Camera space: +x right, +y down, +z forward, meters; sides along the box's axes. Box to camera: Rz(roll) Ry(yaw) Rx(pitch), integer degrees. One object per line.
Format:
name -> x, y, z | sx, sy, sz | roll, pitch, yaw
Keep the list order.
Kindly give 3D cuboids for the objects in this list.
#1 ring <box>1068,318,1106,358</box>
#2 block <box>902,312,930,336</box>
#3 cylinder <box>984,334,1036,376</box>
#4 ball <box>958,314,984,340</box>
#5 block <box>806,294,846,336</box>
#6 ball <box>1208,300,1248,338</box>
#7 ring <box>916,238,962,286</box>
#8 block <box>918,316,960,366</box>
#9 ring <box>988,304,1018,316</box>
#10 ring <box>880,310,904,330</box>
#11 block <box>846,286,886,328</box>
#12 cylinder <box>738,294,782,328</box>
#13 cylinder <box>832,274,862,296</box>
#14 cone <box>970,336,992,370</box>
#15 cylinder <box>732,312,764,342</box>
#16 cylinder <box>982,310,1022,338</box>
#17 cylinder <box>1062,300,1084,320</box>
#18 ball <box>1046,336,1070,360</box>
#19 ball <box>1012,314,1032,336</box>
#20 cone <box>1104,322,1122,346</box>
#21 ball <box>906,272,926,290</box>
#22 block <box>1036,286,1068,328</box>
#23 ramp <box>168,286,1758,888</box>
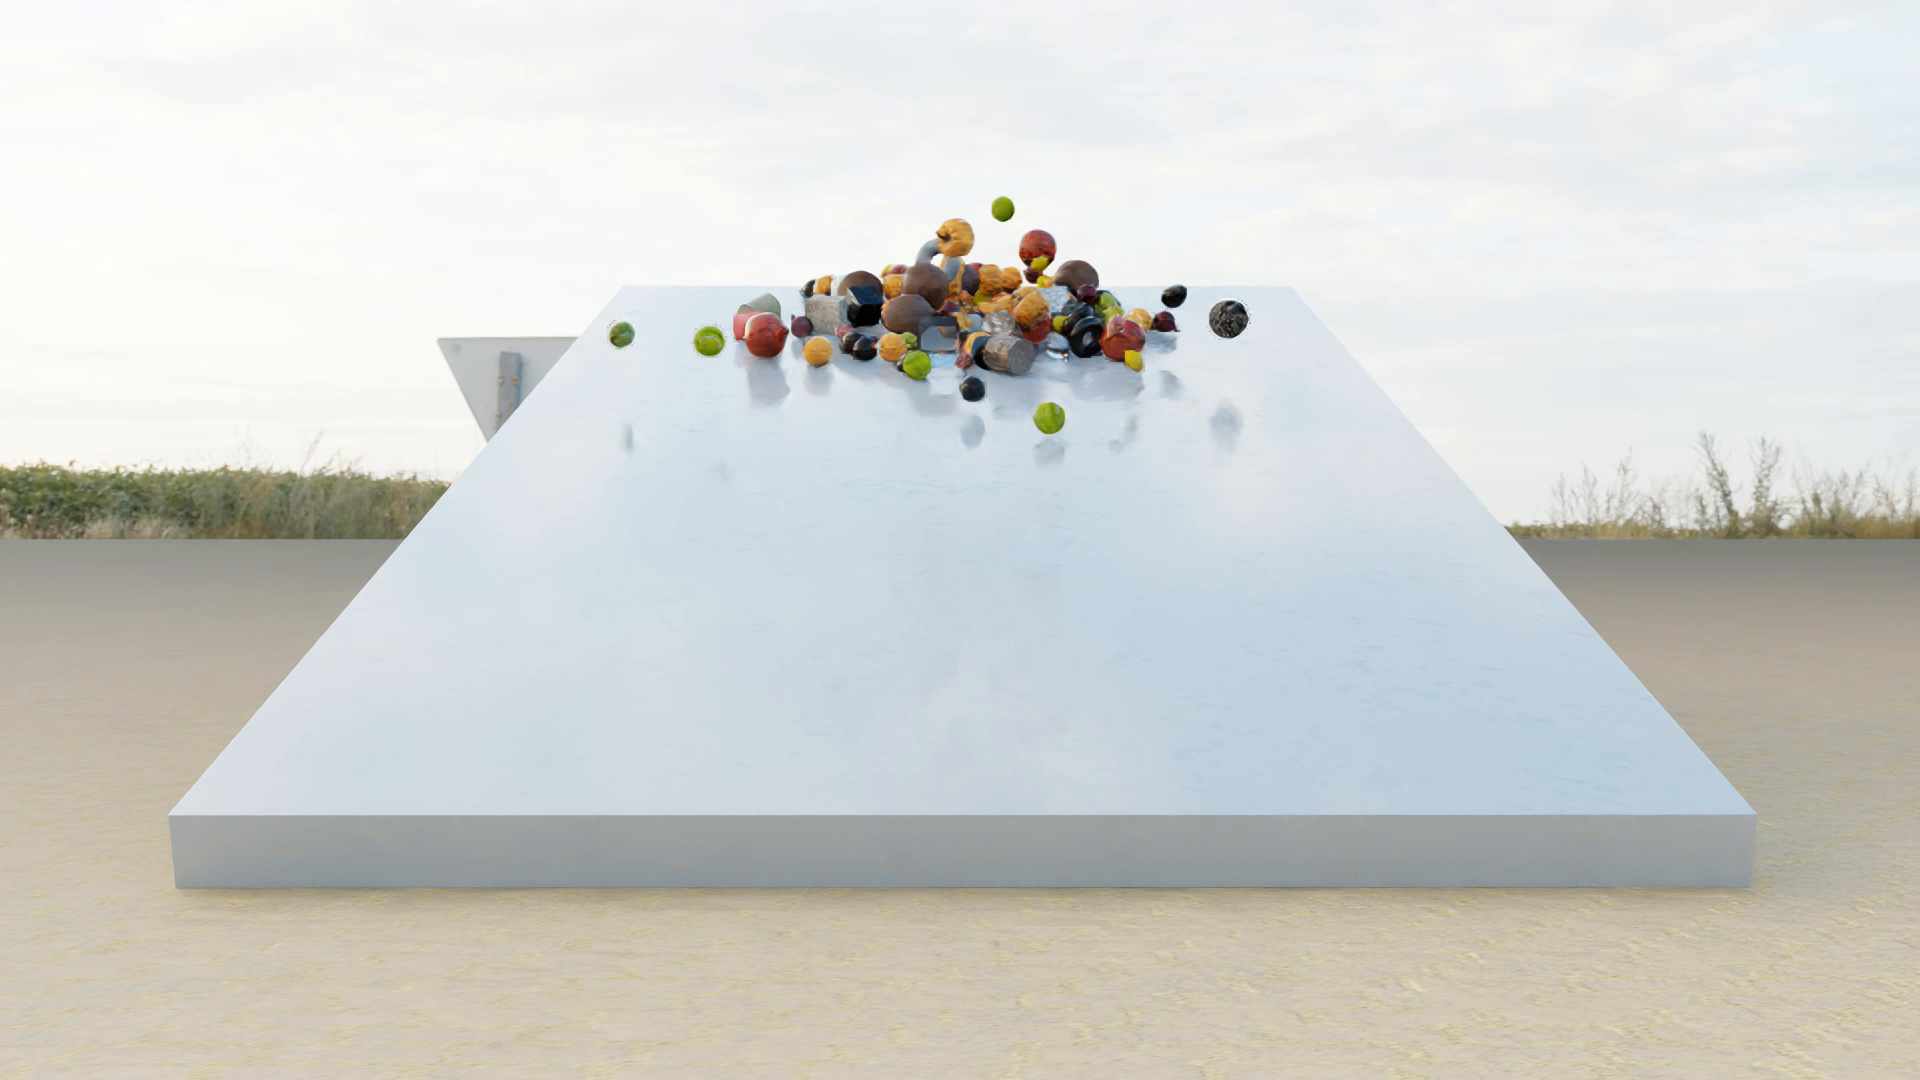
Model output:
ring -> 0.320, -0.508, 5.550 | 0.109, 0.109, 0.036 | 0, 24, -38
block -> -0.117, -0.570, 5.833 | 0.058, 0.058, 0.058 | 4, 9, 13
cylinder -> 0.121, -0.453, 5.385 | 0.090, 0.090, 0.090 | 0, 12, -42
ball -> 0.032, -0.559, 5.788 | 0.070, 0.070, 0.070 | 0, 0, 0
block -> -0.357, -0.600, 5.892 | 0.091, 0.091, 0.091 | 3, 16, 10
ball -> 0.652, -0.537, 5.364 | 0.095, 0.095, 0.095 | 0, 0, 0
ring -> -0.058, -0.748, 5.949 | 0.132, 0.132, 0.044 | 0, -5, 21
block -> -0.052, -0.491, 5.442 | 0.092, 0.092, 0.092 | 2, -20, 4
ring -> 0.119, -0.639, 6.142 | 0.083, 0.028, 0.083 | -1, 16, 0
ring -> -0.178, -0.592, 5.942 | 0.075, 0.025, 0.075 | 5, 43, -5
block -> -0.262, -0.633, 5.981 | 0.077, 0.077, 0.077 | -10, 50, -31
cylinder -> -0.533, -0.603, 5.880 | 0.084, 0.084, 0.084 | 0, 26, 42
cylinder -> -0.319, -0.698, 6.238 | 0.088, 0.088, 0.088 | 0, 16, 0
cone -> 0.053, -0.452, 5.471 | 0.089, 0.089, 0.089 | 0, -11, -20
cylinder -> -0.553, -0.556, 5.764 | 0.069, 0.069, 0.069 | -6, 0, 3
cylinder -> 0.107, -0.529, 5.598 | 0.085, 0.085, 0.085 | 0, -16, 16
cylinder -> 0.300, -0.610, 5.859 | 0.057, 0.057, 0.057 | 0, 7, 0
ball -> 0.247, -0.481, 5.537 | 0.060, 0.060, 0.060 | 0, 0, 0
ball -> 0.159, -0.571, 5.852 | 0.058, 0.058, 0.058 | 0, 0, 0
cone -> 0.394, -0.542, 5.750 | 0.057, 0.057, 0.057 | -2, 18, 1
ball -> -0.122, -0.720, 6.143 | 0.054, 0.054, 0.054 | 0, 0, 0
block -> 0.250, -0.628, 5.952 | 0.077, 0.077, 0.077 | -2, -26, -4
ramp -> -0.002, -0.161, 4.714 | 2.000, 0.100, 4.000 | 0, 16, 0
